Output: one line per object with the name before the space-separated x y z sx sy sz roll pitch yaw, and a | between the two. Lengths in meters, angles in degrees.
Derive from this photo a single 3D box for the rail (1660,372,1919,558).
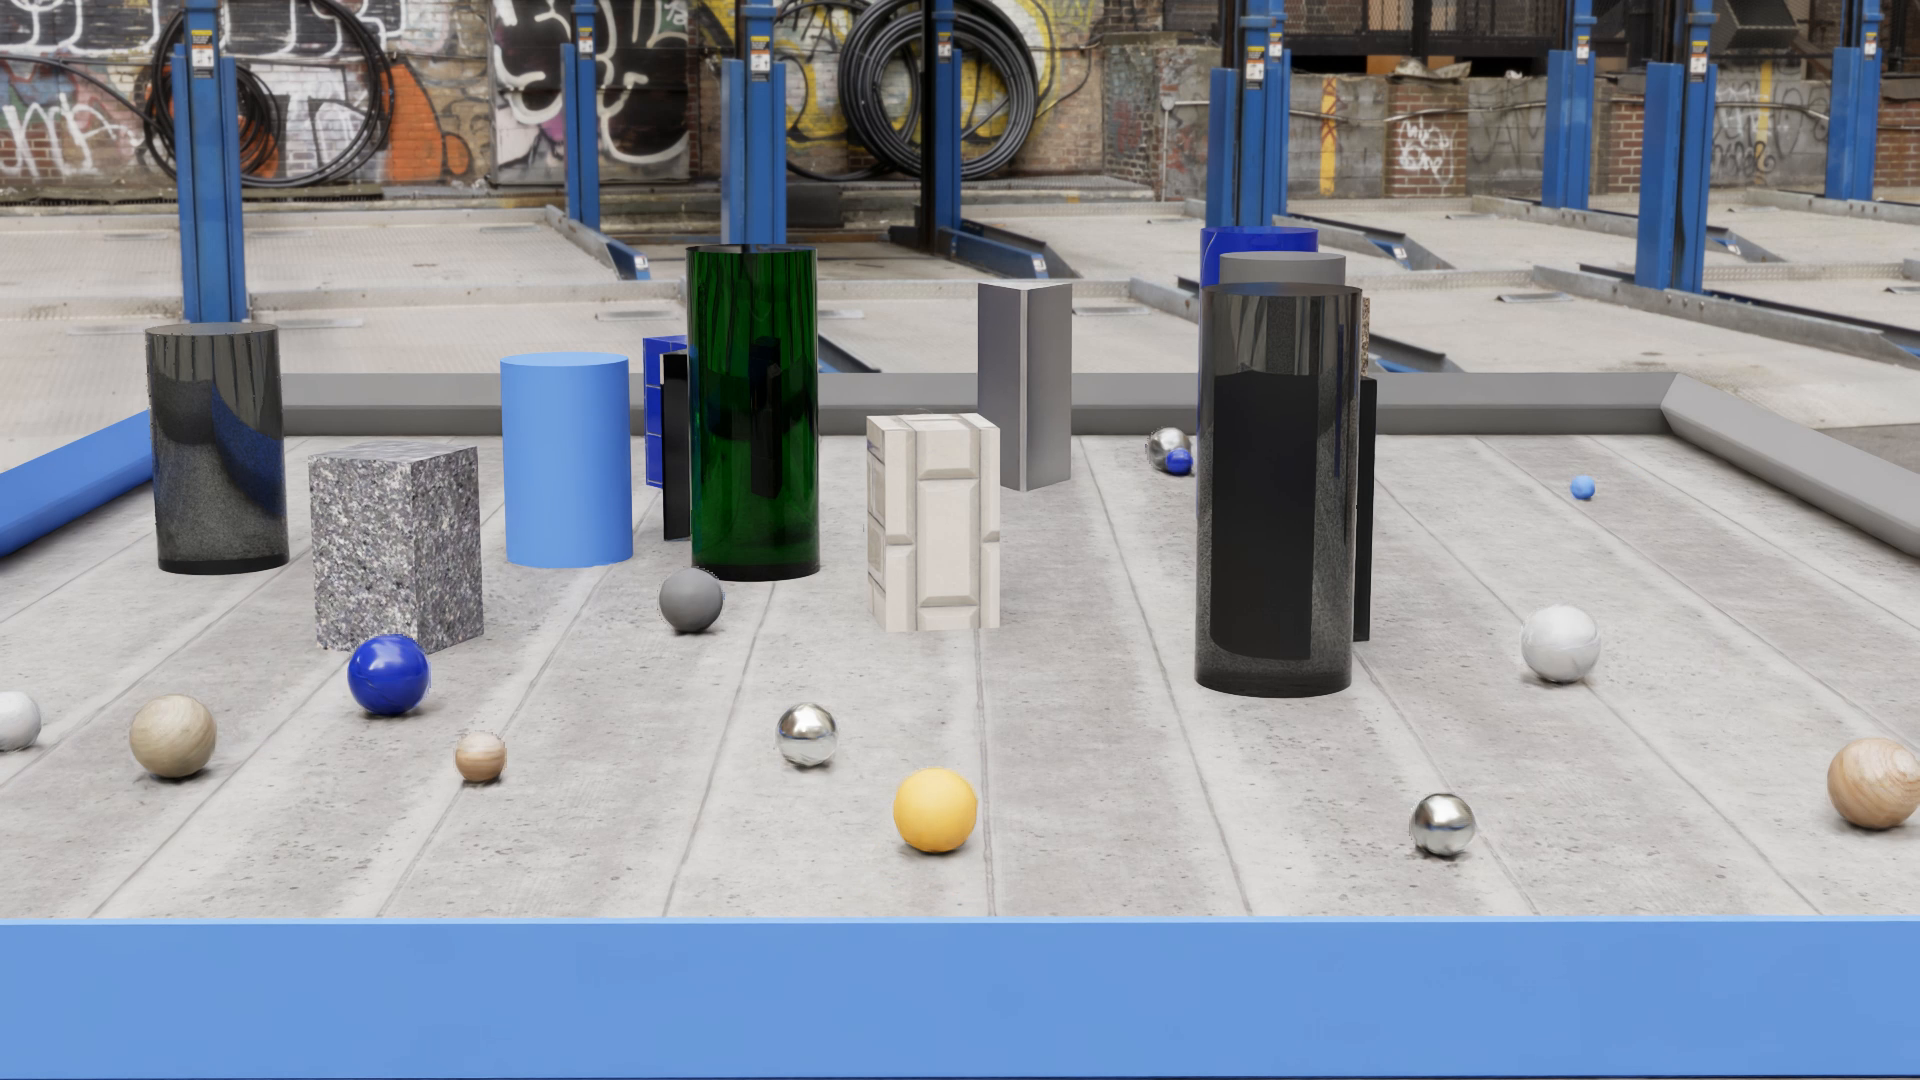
rail | 1.401 0.030 3.457 0.045 0.121 3.265 0 11 0

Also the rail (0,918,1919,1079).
rail | 0.009 0.327 1.868 2.850 0.121 0.045 0 11 0

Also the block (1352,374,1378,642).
block | 0.431 -0.046 3.288 0.150 0.334 0.150 -3 11 -13

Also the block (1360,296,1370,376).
block | 0.602 -0.261 4.464 0.150 0.325 0.150 -7 13 -34

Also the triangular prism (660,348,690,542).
triangular prism | -0.382 -0.154 3.995 0.162 0.288 0.140 -1 11 -7

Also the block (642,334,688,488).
block | -0.442 -0.220 4.433 0.150 0.257 0.150 -8 13 -38

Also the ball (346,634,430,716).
ball | -0.644 0.152 2.889 0.091 0.091 0.091 0 11 0

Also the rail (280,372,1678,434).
rail | -0.009 -0.264 5.031 2.850 0.121 0.045 0 11 0

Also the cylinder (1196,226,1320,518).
cylinder | 0.474 -0.263 4.103 0.187 0.463 0.187 0 11 0

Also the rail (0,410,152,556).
rail | -1.401 0.033 3.442 0.045 0.121 3.265 0 11 0

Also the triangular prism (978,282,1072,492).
triangular prism | 0.092 -0.272 4.469 0.140 0.346 0.162 7 12 32

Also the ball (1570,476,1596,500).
ball | 1.047 -0.088 4.312 0.042 0.042 0.042 0 11 0

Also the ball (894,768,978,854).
ball | -0.023 0.252 2.389 0.079 0.079 0.079 0 11 0

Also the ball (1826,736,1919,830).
ball | 0.878 0.233 2.463 0.089 0.089 0.089 0 11 0

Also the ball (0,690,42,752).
ball | -1.014 0.193 2.742 0.065 0.065 0.065 0 11 0

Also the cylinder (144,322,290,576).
cylinder | -1.082 -0.136 3.742 0.187 0.345 0.187 0 11 0

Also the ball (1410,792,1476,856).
ball | 0.448 0.264 2.378 0.059 0.059 0.059 0 11 0

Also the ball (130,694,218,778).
ball | -0.809 0.202 2.638 0.087 0.087 0.087 0 11 0

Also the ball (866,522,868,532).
ball | -0.124 -0.019 3.943 0.041 0.041 0.041 0 11 0

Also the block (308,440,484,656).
block | -0.710 0.008 3.241 0.150 0.245 0.150 4 11 22

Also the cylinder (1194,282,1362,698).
cylinder | 0.373 -0.062 3.020 0.187 0.466 0.187 0 11 0

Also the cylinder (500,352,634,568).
cylinder | -0.581 -0.121 3.798 0.187 0.295 0.187 0 11 0

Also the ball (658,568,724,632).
ball | -0.347 0.077 3.315 0.082 0.082 0.082 0 11 0

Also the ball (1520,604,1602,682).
ball | 0.713 0.123 3.041 0.094 0.094 0.094 0 11 0

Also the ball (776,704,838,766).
ball | -0.160 0.204 2.681 0.066 0.066 0.066 0 11 0

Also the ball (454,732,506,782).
ball | -0.490 0.222 2.622 0.051 0.051 0.051 0 11 0

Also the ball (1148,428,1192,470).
ball | 0.377 -0.164 4.618 0.078 0.078 0.078 0 11 0

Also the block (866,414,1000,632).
block | -0.036 -0.025 3.377 0.150 0.261 0.150 -2 11 -11

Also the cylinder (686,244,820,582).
cylinder | -0.296 -0.186 3.684 0.187 0.464 0.187 0 11 0

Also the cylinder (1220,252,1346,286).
cylinder | 0.481 -0.208 3.866 0.187 0.440 0.187 0 11 0

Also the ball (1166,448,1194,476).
ball | 0.390 -0.139 4.561 0.049 0.049 0.049 0 11 0
